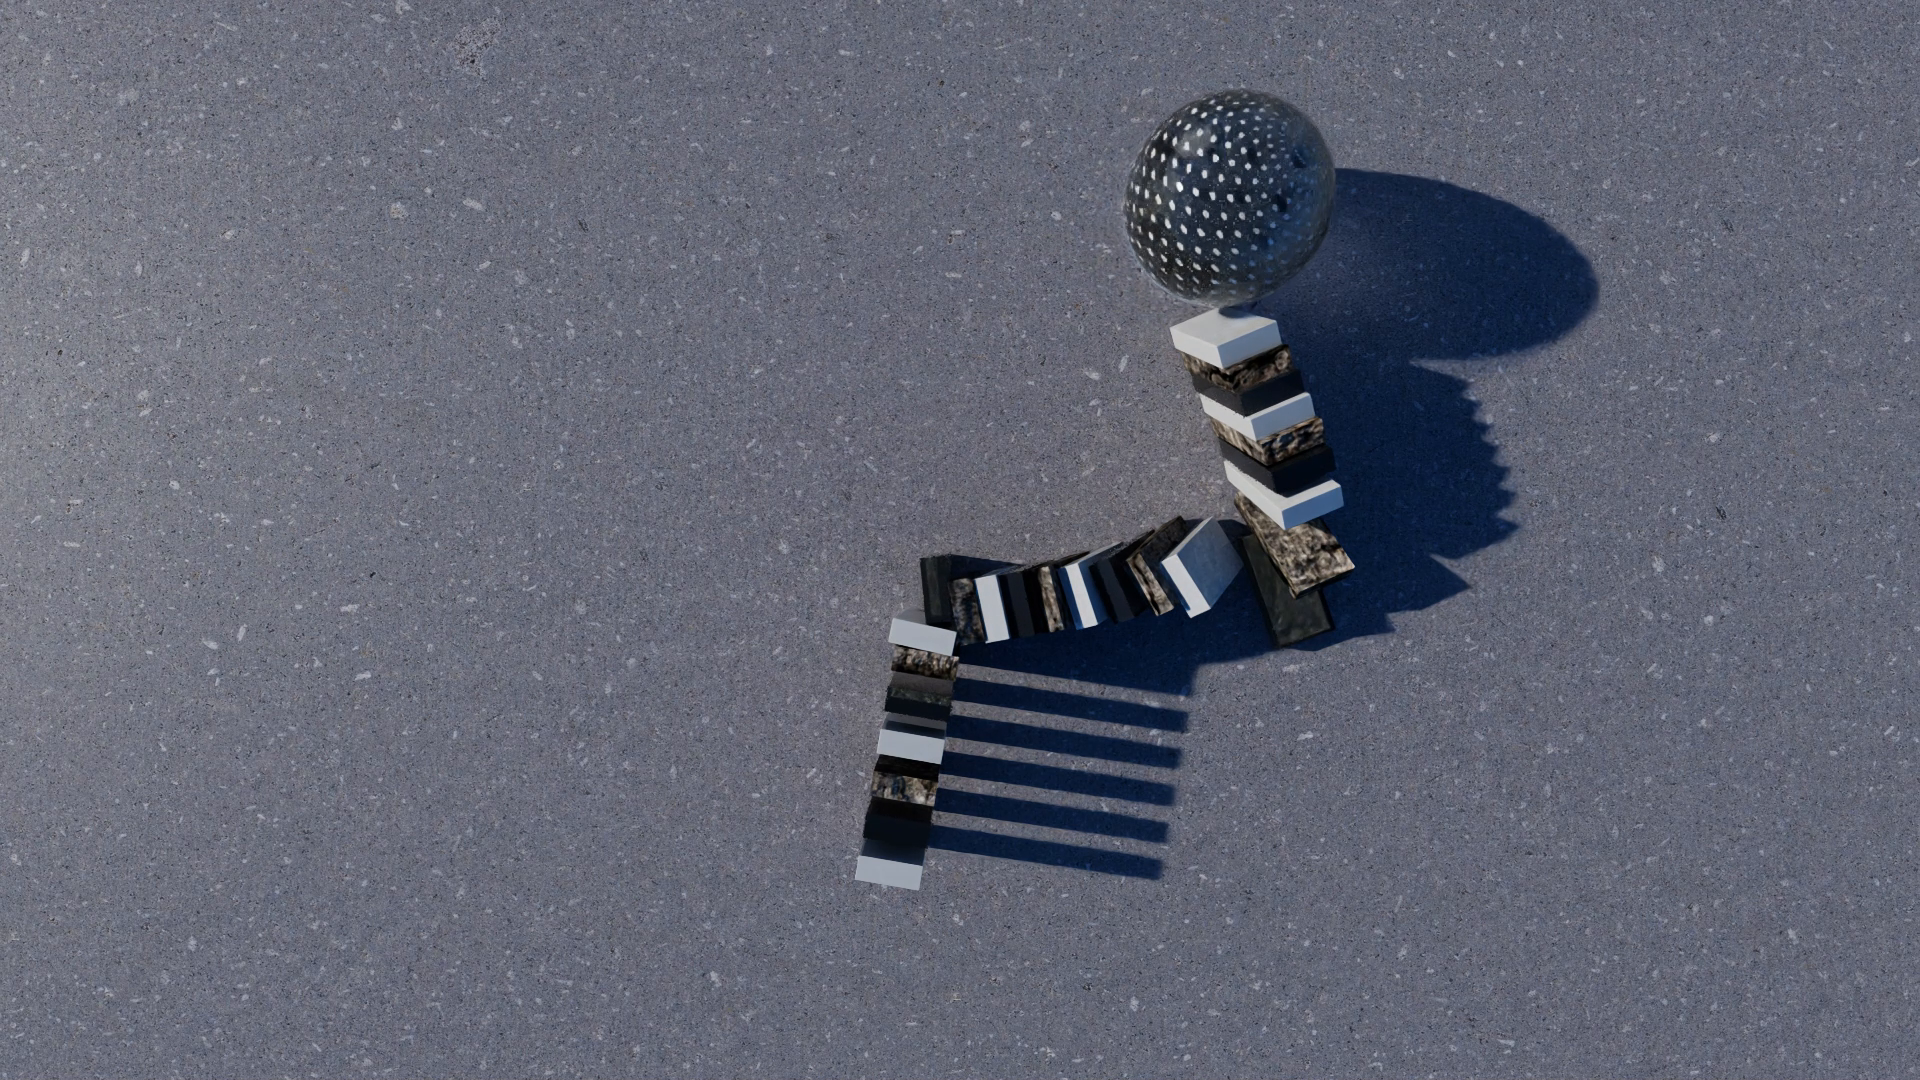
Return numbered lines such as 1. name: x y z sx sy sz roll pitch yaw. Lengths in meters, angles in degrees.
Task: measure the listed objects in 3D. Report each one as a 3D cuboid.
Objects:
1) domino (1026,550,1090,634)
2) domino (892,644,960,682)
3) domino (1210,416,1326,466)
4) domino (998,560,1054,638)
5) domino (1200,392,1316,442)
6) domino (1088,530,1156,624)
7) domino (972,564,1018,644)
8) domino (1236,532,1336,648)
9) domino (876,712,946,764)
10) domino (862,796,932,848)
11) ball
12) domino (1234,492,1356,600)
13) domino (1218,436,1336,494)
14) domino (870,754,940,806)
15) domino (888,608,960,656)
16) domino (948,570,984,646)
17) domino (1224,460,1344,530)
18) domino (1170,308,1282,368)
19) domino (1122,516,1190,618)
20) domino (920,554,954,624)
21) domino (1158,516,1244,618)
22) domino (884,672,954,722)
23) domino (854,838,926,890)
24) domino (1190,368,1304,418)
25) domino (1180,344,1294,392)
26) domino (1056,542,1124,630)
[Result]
1. domino: 0.044 0.021 0.376 0.010 0.050 0.025 -14 90 27
2. domino: -0.013 0.047 0.375 0.025 0.050 0.009 10 91 0
3. domino: 0.125 -0.046 0.375 0.025 0.050 0.009 -23 113 0
4. domino: 0.030 0.023 0.375 0.009 0.050 0.025 -12 90 21
5. domino: 0.120 -0.056 0.375 0.025 0.050 0.010 -23 113 0
6. domino: 0.072 0.014 0.377 0.010 0.050 0.025 -25 90 36
7. domino: 0.017 0.025 0.375 0.009 0.050 0.025 -12 90 13
8. domino: 0.140 0.019 0.395 0.025 0.010 0.050 -19 90 0
9. domino: -0.019 0.079 0.375 0.025 0.050 0.010 10 90 0
10. domino: -0.024 0.111 0.375 0.025 0.050 0.010 10 90 0
11. ball: 0.104 -0.132 0.360 0.080 0.080 0.080 0 90 0
12. domino: 0.139 -0.003 0.383 0.025 0.009 0.050 -23 64 -2
13. domino: 0.129 -0.036 0.375 0.025 0.050 0.009 -23 114 0
14. domino: -0.021 0.095 0.375 0.025 0.050 0.010 10 90 0
15. domino: -0.013 0.037 0.374 0.025 0.050 0.009 12 91 3
16. domino: 0.004 0.027 0.375 0.010 0.050 0.025 -12 90 5
17. domino: 0.132 -0.024 0.376 0.025 0.050 0.010 -23 120 0
18. domino: 0.108 -0.084 0.375 0.025 0.050 0.010 -23 113 0
19. domino: 0.086 0.010 0.377 0.009 0.050 0.025 -32 90 37
20. domino: -0.009 0.019 0.375 0.009 0.050 0.025 -6 90 2
21. domino: 0.100 0.010 0.377 0.009 0.050 0.025 -32 90 37
22. domino: -0.016 0.063 0.375 0.025 0.050 0.009 10 90 0
23. domino: -0.027 0.127 0.375 0.025 0.050 0.009 10 90 0
24. domino: 0.116 -0.065 0.375 0.025 0.050 0.010 -23 113 0
25. domino: 0.112 -0.074 0.375 0.025 0.050 0.009 -23 113 0
26. domino: 0.058 0.018 0.376 0.010 0.050 0.025 -18 90 32
